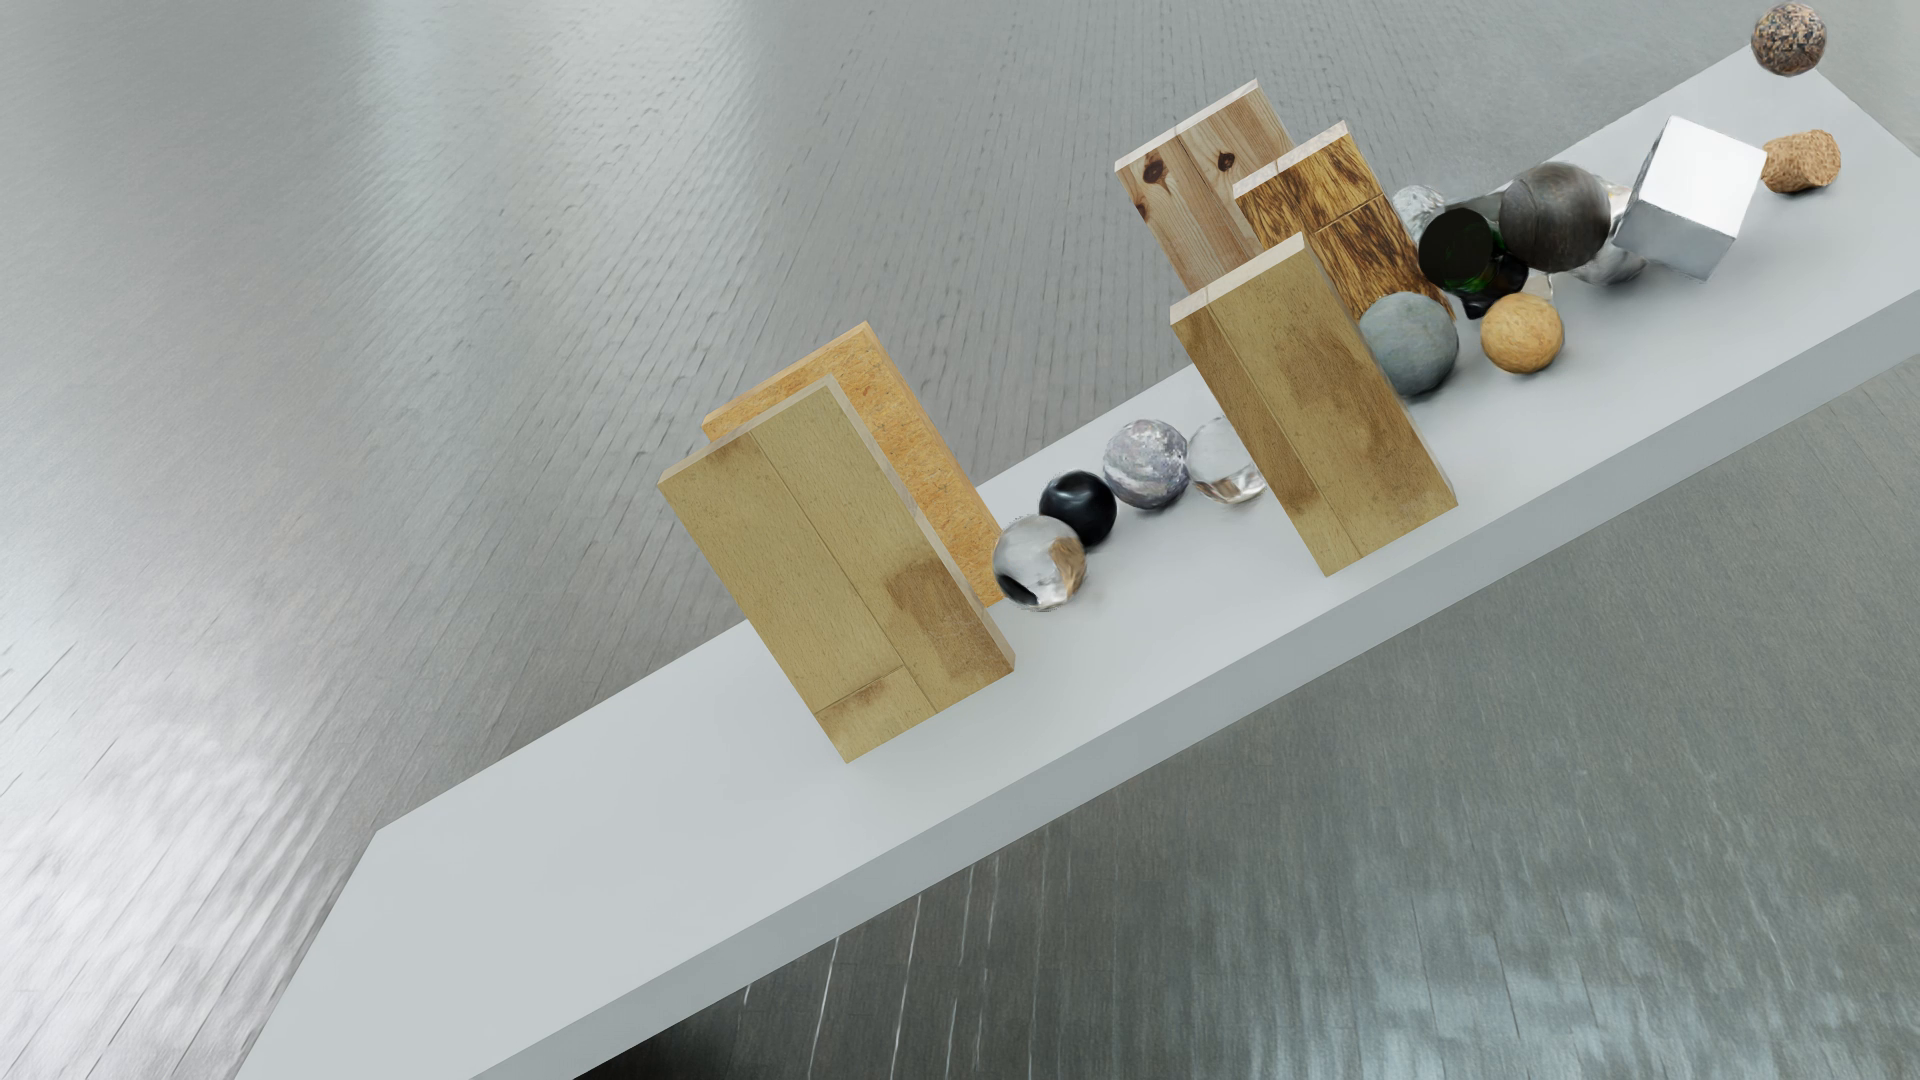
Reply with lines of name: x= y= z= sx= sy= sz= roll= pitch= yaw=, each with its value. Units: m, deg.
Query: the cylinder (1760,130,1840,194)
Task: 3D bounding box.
cylinder: x=1.616 y=-0.728 z=5.659 sx=0.108 sy=0.108 sz=0.108 roll=-10 pitch=2 yaw=-26

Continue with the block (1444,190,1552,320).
block: x=1.104 y=-0.591 z=6.035 sx=0.176 sy=0.176 sz=0.176 roll=-14 pitch=32 yaw=19

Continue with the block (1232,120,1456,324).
block: x=0.818 y=-0.614 z=6.263 sx=0.272 sy=0.466 sz=0.138 roll=-30 pitch=15 yaw=13

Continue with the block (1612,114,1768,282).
block: x=1.359 y=-0.636 z=5.484 sx=0.191 sy=0.191 sz=0.191 roll=23 pitch=-20 yaw=6

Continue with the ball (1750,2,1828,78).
ball: x=1.585 y=-0.956 z=5.622 sx=0.142 sy=0.142 sz=0.142 roll=0 pitch=20 yaw=0

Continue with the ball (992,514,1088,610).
ball: x=0.164 y=0.046 z=6.054 sx=0.195 sy=0.195 sz=0.195 roll=0 pitch=20 yaw=0

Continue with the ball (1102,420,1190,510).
ball: x=0.398 y=-0.161 z=6.234 sx=0.191 sy=0.191 sz=0.191 roll=0 pitch=20 yaw=0

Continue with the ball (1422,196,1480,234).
ball: x=1.077 y=-0.634 z=6.245 sx=0.194 sy=0.194 sz=0.194 roll=0 pitch=20 yaw=0

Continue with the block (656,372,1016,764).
block: x=-0.242 y=0.062 z=5.866 sx=0.399 sy=0.693 sz=0.089 roll=-30 pitch=15 yaw=13

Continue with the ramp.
ramp: x=0.141 y=0.169 z=6.290 sx=4.000 sy=0.100 sz=2.000 roll=-30 pitch=15 yaw=13

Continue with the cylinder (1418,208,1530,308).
cylinder: x=0.992 y=-0.543 z=5.672 sx=0.158 sy=0.158 sz=0.158 roll=16 pitch=0 yaw=38

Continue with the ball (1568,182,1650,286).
ball: x=1.273 y=-0.604 z=5.801 sx=0.204 sy=0.204 sz=0.204 roll=0 pitch=20 yaw=0

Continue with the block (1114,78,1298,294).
block: x=0.661 y=-0.730 z=6.806 sx=0.377 sy=0.544 sz=0.111 roll=-30 pitch=15 yaw=13

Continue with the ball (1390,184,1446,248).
ball: x=0.996 y=-0.699 z=6.404 sx=0.147 sy=0.147 sz=0.147 roll=0 pitch=20 yaw=0

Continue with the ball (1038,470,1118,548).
ball: x=0.252 y=-0.066 z=6.281 sx=0.168 sy=0.168 sz=0.168 roll=0 pitch=20 yaw=0

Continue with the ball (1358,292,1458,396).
ball: x=0.895 y=-0.394 z=5.907 sx=0.209 sy=0.209 sz=0.209 roll=0 pitch=20 yaw=0

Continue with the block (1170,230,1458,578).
block: x=0.636 y=-0.241 z=5.287 sx=0.271 sy=0.552 sz=0.126 roll=-30 pitch=15 yaw=13

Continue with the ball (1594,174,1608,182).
ball: x=1.281 y=-0.671 z=6.057 sx=0.172 sy=0.172 sz=0.172 roll=0 pitch=20 yaw=0

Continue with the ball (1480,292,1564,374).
ball: x=1.077 y=-0.397 z=5.641 sx=0.157 sy=0.157 sz=0.157 roll=0 pitch=20 yaw=0

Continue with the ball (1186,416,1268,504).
ball: x=0.546 y=-0.162 z=5.955 sx=0.178 sy=0.178 sz=0.178 roll=0 pitch=20 yaw=0

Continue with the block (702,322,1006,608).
block: x=-0.200 y=-0.085 z=6.315 sx=0.409 sy=0.660 sz=0.080 roll=-30 pitch=15 yaw=13

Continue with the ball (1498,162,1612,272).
ball: x=1.122 y=-0.609 z=5.548 sx=0.209 sy=0.209 sz=0.209 roll=0 pitch=20 yaw=0
